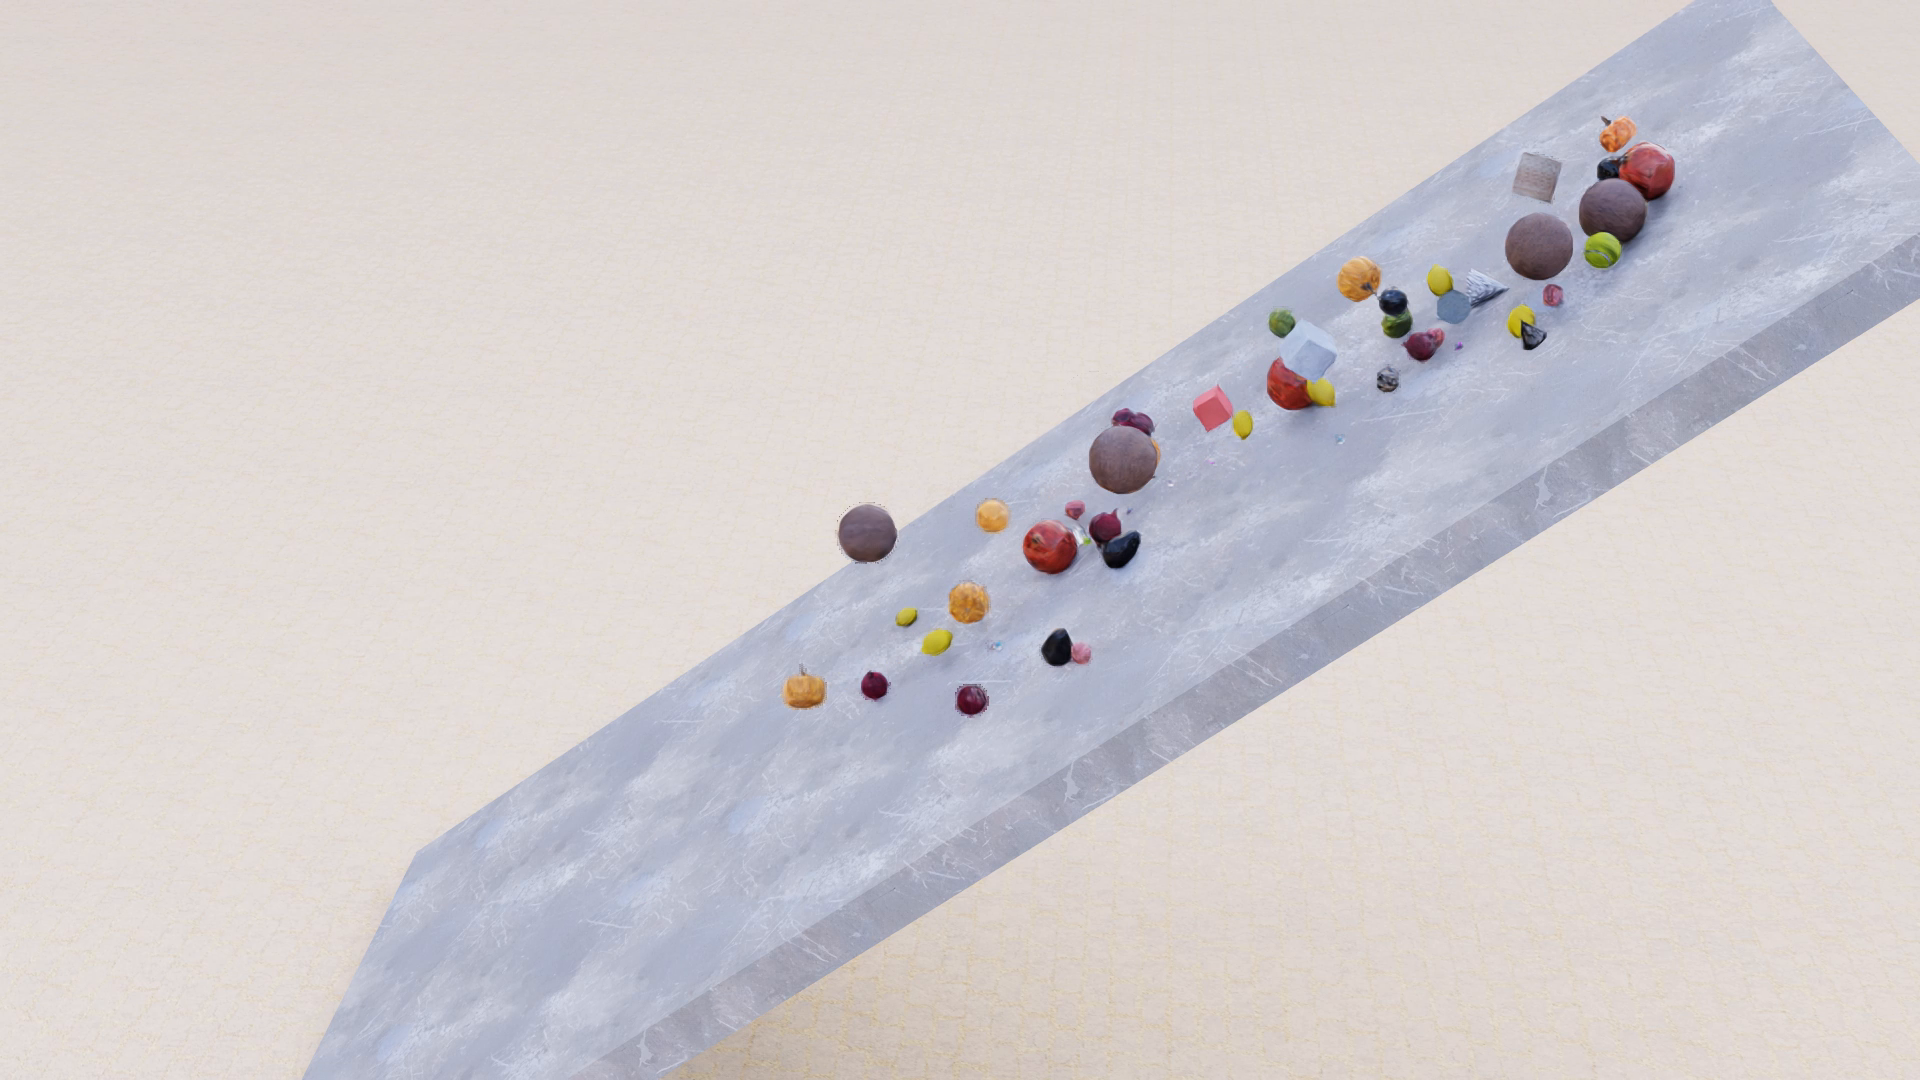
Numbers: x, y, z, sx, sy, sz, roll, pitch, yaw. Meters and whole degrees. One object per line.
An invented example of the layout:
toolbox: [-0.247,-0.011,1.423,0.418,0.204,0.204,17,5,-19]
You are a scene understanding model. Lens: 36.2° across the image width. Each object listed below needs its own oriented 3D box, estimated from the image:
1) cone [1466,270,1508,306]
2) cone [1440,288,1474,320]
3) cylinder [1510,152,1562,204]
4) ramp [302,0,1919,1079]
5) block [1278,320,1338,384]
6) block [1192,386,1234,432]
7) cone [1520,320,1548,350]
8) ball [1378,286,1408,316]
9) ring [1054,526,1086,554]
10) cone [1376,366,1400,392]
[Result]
cone: [1.070,-0.507,5.926,0.078,0.078,0.078,3,21,26]
cone: [0.995,-0.466,5.910,0.067,0.067,0.067,2,-8,6]
cylinder: [1.176,-0.739,6.000,0.085,0.085,0.085,16,8,-2]
ramp: [0.132,0.177,6.315,4.000,0.100,2.000,-33,16,16]
block: [0.677,-0.367,5.719,0.075,0.075,0.075,27,29,-22]
block: [0.551,-0.287,6.402,0.062,0.062,0.062,-32,17,22]
cone: [1.074,-0.395,5.562,0.053,0.053,0.053,-35,16,11]
ball: [0.885,-0.486,6.002,0.060,0.060,0.060,0,22,0]
ring: [0.238,0.001,6.345,0.080,0.027,0.080,-36,16,12]
cone: [0.850,-0.312,5.764,0.051,0.051,0.051,-7,10,-17]
